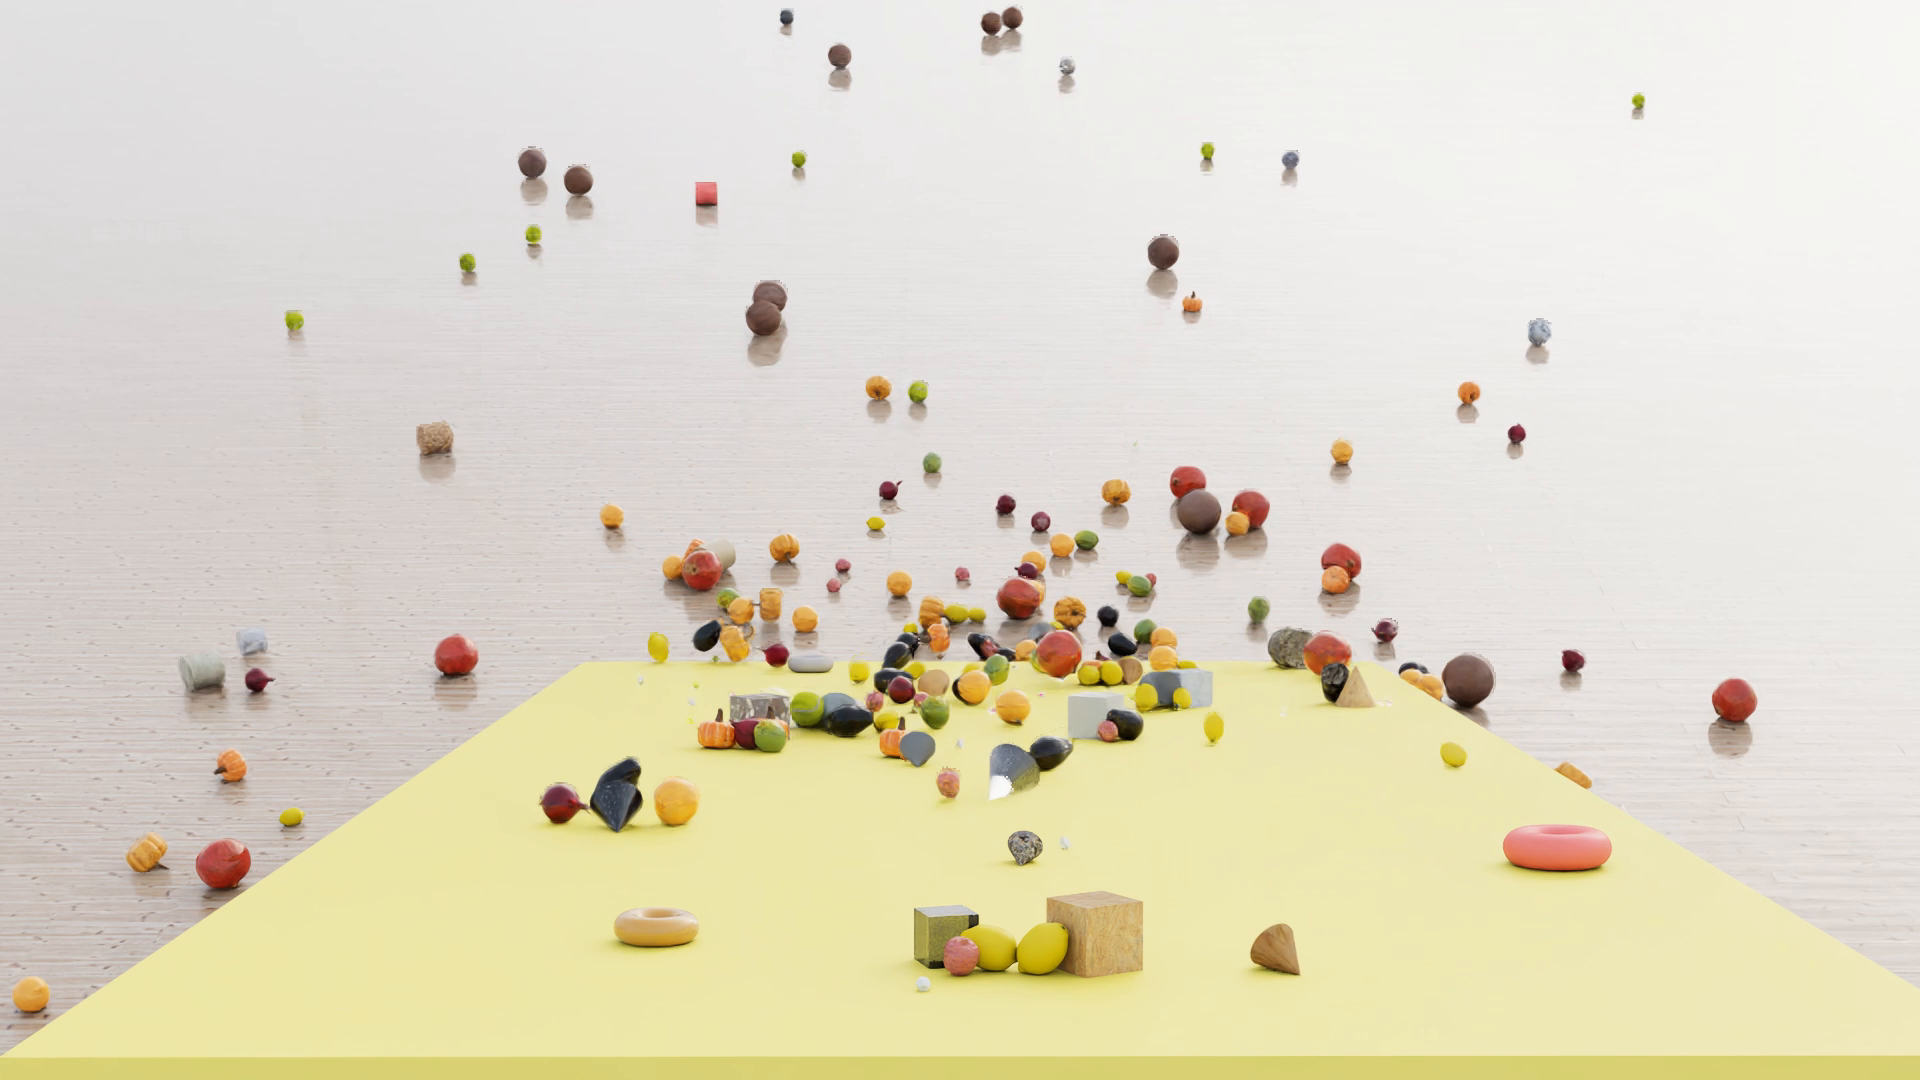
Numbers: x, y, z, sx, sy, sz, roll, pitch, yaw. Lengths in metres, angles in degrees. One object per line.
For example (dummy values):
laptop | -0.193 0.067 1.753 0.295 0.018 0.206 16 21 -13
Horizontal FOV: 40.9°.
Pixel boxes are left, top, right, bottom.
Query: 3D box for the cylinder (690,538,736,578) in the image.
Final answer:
cylinder | -0.702 0.050 7.301 0.093 0.093 0.093 14 26 31

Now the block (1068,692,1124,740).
block | 0.265 0.343 5.014 0.083 0.083 0.083 1 3 28

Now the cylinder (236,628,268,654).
cylinder | -1.872 0.268 6.801 0.060 0.060 0.060 -14 26 -32

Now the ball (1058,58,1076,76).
ball | 0.571 -2.526 13.727 0.092 0.092 0.092 0 22 0

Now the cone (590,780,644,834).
cone | -0.521 0.422 3.904 0.081 0.081 0.081 -3 30 -7

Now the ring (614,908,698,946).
ring | -0.365 0.464 3.086 0.103 0.034 0.103 1 3 0

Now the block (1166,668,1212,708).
block | 0.495 0.319 5.553 0.075 0.075 0.075 -1 3 -21

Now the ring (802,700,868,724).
ring | -0.256 0.350 5.247 0.137 0.046 0.137 1 2 0

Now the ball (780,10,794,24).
ball | -1.017 -3.072 15.096 0.086 0.086 0.086 0 22 0

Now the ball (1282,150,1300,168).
ball | 1.515 -1.743 11.790 0.081 0.081 0.081 0 22 0

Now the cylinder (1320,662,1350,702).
cylinder | 0.819 0.310 5.599 0.062 0.062 0.062 -7 46 8

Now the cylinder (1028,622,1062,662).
cylinder | 0.222 0.271 6.764 0.083 0.083 0.083 -1 22 -3

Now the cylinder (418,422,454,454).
cylinder | -1.681 -0.326 8.244 0.089 0.089 0.089 -13 25 -29

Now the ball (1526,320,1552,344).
ball | 2.096 -0.750 9.305 0.088 0.088 0.088 0 22 0

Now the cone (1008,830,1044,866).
cone | 0.088 0.443 3.609 0.051 0.051 0.051 4 30 9

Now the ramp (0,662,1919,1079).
ramp | 0.051 0.458 4.533 2.000 0.100 4.000 0 3 0

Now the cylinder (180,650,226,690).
cylinder | -1.943 0.334 6.601 0.086 0.086 0.086 -16 27 -35

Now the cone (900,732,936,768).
cone | -0.076 0.390 4.610 0.067 0.067 0.067 0 30 1

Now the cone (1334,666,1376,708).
cone | 0.853 0.312 5.542 0.091 0.091 0.091 0 3 0

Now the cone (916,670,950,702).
cone | -0.050 0.336 5.639 0.076 0.076 0.076 -5 31 -12

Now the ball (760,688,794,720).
ball | -0.372 0.336 5.161 0.081 0.081 0.081 0 22 0

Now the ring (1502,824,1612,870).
ring | 0.836 0.430 3.601 0.150 0.050 0.150 -1 2 0

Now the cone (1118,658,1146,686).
cone | 0.391 0.321 5.970 0.068 0.068 0.068 7 50 17

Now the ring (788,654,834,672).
ring | -0.365 0.303 6.284 0.112 0.037 0.112 0 4 0

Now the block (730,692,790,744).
block | -0.387 0.344 4.974 0.084 0.084 0.084 -2 4 -36

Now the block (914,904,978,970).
block | -0.016 0.457 2.964 0.060 0.060 0.060 -1 3 -18

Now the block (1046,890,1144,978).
block | 0.153 0.449 2.933 0.079 0.079 0.079 -2 3 -32

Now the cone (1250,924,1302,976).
cone | 0.369 0.476 2.913 0.059 0.059 0.059 -14 43 -30

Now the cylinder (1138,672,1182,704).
cylinder | 0.429 0.317 5.523 0.069 0.069 0.069 -9 -1 -22
